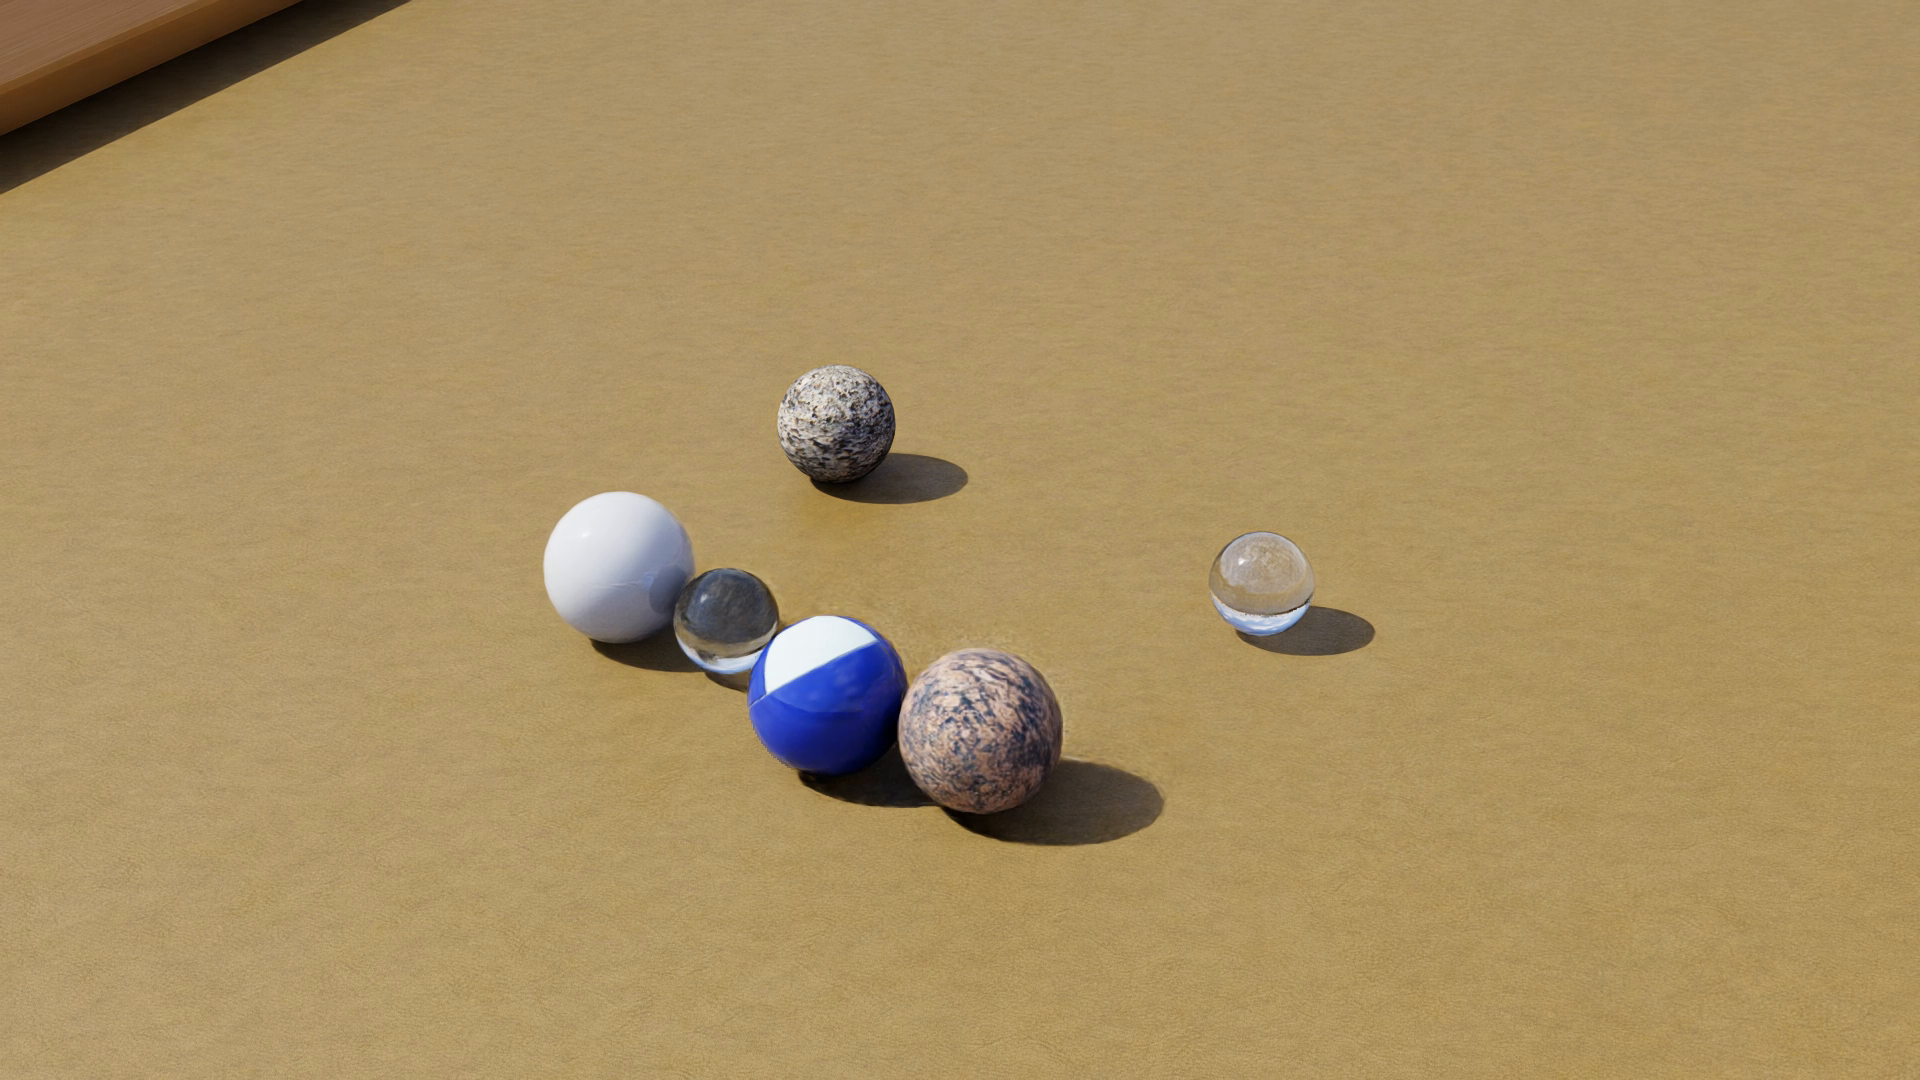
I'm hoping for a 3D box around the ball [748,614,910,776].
[{"bbox_3d":[-0.069,0.082,1.561,0.086,0.086,0.086,0,27,0],"label":"ball"}]

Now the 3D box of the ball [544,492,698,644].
[{"bbox_3d":[-0.195,0.016,1.688,0.088,0.088,0.088,0,27,0],"label":"ball"}]

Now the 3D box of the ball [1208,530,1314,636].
[{"bbox_3d":[0.174,0.025,1.699,0.061,0.061,0.061,0,27,0],"label":"ball"}]

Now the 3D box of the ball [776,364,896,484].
[{"bbox_3d":[-0.079,-0.074,1.876,0.076,0.076,0.076,0,27,0],"label":"ball"}]

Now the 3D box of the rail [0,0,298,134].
[{"bbox_3d":[-0.585,-0.594,2.847,0.045,0.114,3.636,12,29,22],"label":"rail"}]

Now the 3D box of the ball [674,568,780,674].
[{"bbox_3d":[-0.132,0.045,1.660,0.060,0.060,0.060,0,27,0],"label":"ball"}]

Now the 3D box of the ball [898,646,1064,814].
[{"bbox_3d":[0.011,0.099,1.527,0.086,0.086,0.086,0,27,0],"label":"ball"}]
